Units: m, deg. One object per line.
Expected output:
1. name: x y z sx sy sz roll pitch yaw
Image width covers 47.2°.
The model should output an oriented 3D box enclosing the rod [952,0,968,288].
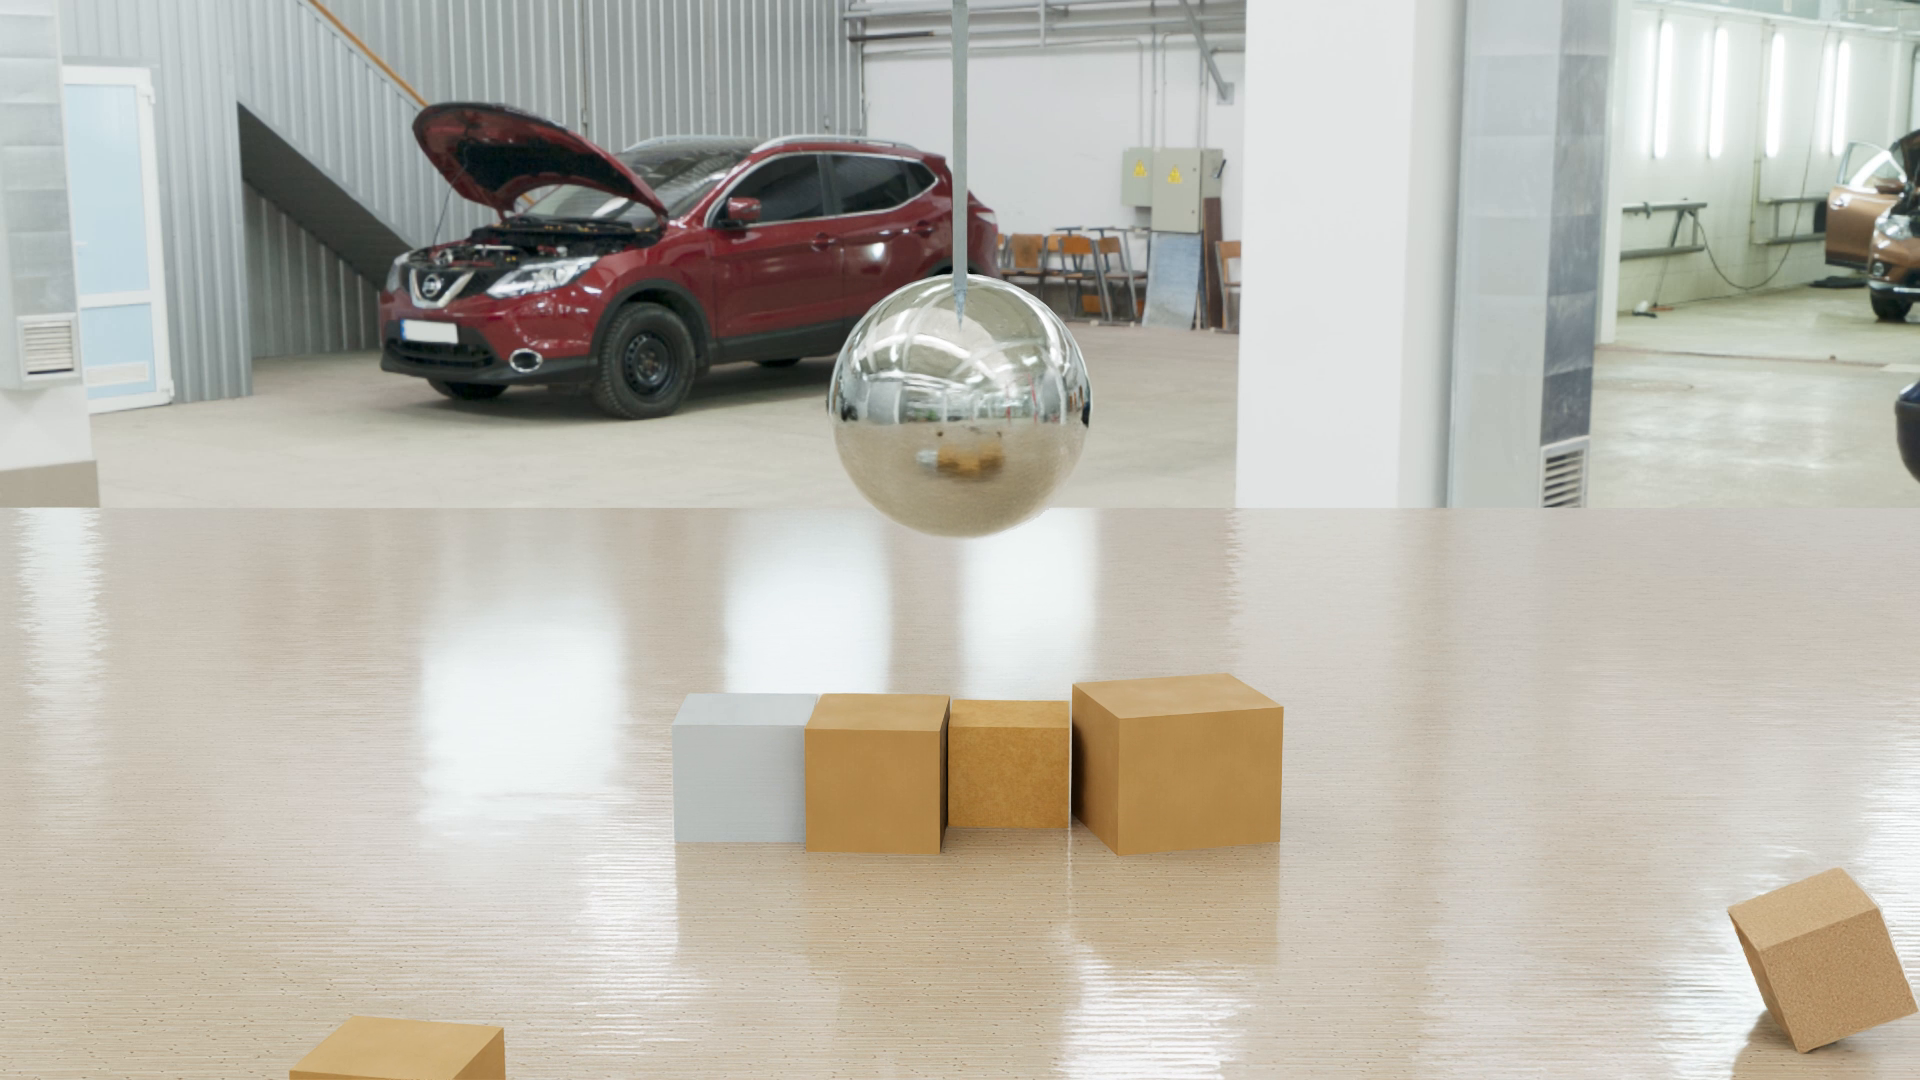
1. rod: 0.000 -3.698 11.467 0.080 5.200 0.080 0 32 0

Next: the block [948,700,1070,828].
1. block: 0.262 1.174 11.609 0.624 0.536 0.558 0 10 2

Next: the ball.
1. ball: 0.000 -0.802 13.248 1.600 1.600 1.600 0 10 0

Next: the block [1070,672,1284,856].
1. block: 1.105 1.139 11.332 0.872 0.704 0.744 -3 11 -15

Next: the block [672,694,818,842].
1. block: -1.101 1.173 11.403 0.688 0.613 0.636 0 10 0

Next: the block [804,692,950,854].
1. block: -0.411 1.186 11.270 0.671 0.634 0.720 1 10 4

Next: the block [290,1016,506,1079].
1. block: -1.919 1.956 7.561 0.565 0.445 0.476 2 10 10

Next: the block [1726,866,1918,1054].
1. block: 3.415 1.661 8.735 0.478 0.454 0.487 -22 7 9
